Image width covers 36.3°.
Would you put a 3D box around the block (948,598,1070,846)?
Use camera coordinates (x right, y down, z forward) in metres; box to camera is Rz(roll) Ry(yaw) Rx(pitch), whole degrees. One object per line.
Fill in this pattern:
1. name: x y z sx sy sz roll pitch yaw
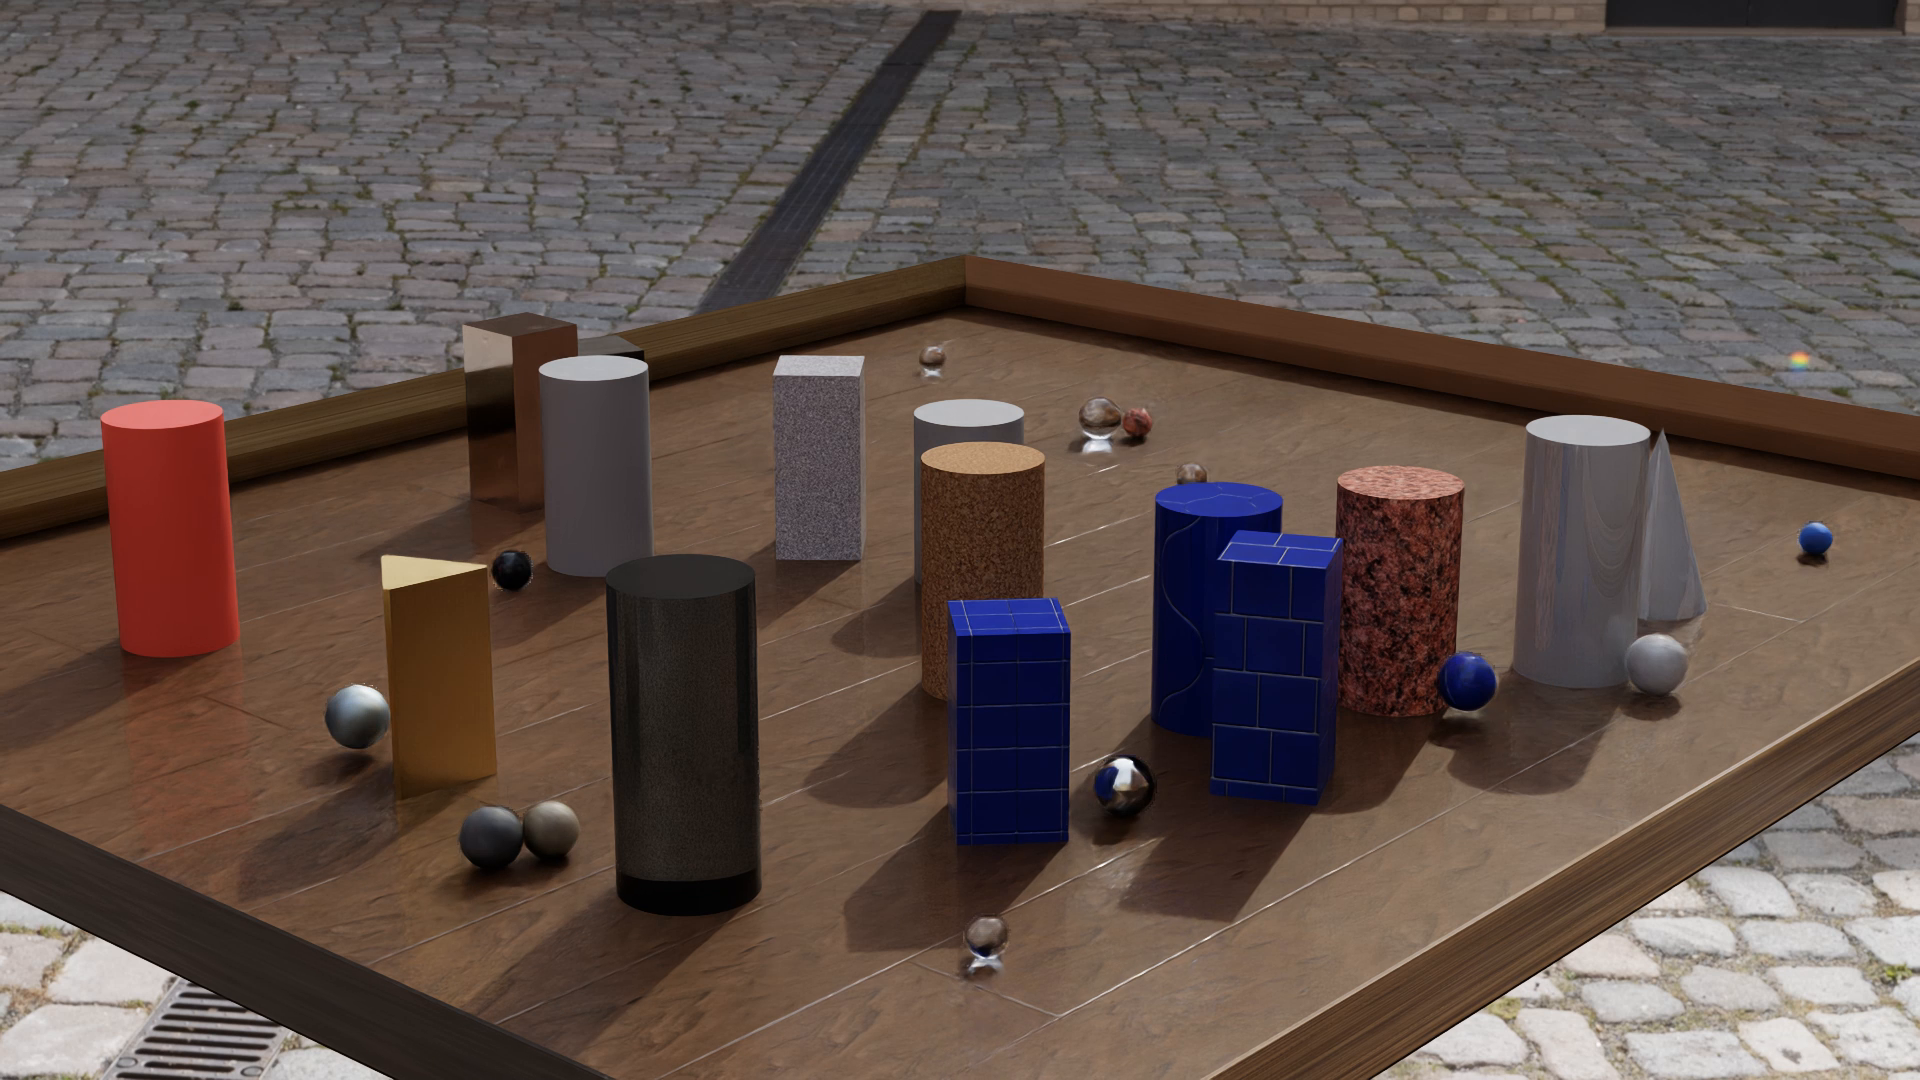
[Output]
1. block: 0.066 0.251 4.085 0.155 0.305 0.155 -1 17 -5

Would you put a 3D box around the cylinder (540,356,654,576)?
1. cylinder: -0.652 -0.134 5.269 0.194 0.359 0.194 0 17 0

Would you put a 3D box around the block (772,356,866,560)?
1. block: -0.254 -0.151 5.351 0.155 0.344 0.155 0 17 2

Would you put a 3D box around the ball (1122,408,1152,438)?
1. ball: 0.373 -0.246 6.154 0.062 0.062 0.062 0 17 0

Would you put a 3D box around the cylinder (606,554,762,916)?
1. cylinder: -0.361 0.254 3.850 0.194 0.435 0.194 0 17 0

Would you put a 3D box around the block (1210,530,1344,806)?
1. block: 0.457 0.182 4.229 0.155 0.354 0.155 5 17 16

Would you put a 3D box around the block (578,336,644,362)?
1. block: -0.735 -0.271 5.922 0.155 0.245 0.155 -8 19 -26

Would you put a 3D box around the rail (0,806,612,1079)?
1. rail: -1.173 0.422 3.826 3.121 0.126 0.045 14 22 39

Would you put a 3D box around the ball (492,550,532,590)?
1. ball: -0.788 0.053 5.151 0.070 0.070 0.070 0 17 0

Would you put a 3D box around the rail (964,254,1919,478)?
1. rail: 1.173 -0.359 6.414 3.121 0.126 0.045 14 22 39

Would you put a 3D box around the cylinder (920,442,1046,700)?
1. cylinder: 0.036 0.051 4.629 0.194 0.375 0.194 0 17 0

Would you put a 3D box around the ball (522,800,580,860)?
1. ball: -0.558 0.395 3.998 0.080 0.080 0.080 0 17 0

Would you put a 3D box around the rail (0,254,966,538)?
1. rail: -1.160 -0.259 6.085 0.045 0.126 3.627 14 22 39

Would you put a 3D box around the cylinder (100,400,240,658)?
1. cylinder: -1.303 -0.021 4.845 0.194 0.387 0.194 0 17 0

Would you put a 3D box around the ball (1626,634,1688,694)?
1. ball: 1.100 0.196 4.629 0.097 0.097 0.097 0 17 0

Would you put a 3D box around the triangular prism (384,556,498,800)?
1. triangular prism: -0.792 0.190 4.268 0.168 0.317 0.145 -14 22 -40

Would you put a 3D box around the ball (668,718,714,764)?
1. ball: -0.398 0.298 4.341 0.067 0.067 0.067 0 17 0

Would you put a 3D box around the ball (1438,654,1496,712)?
1. ball: 0.782 0.219 4.520 0.090 0.090 0.090 0 17 0

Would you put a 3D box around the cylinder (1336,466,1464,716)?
1. cylinder: 0.681 0.078 4.582 0.194 0.350 0.194 0 17 0

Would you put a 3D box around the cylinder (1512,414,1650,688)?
1. cylinder: 0.995 0.017 4.699 0.194 0.399 0.194 0 17 0

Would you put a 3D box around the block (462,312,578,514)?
1. block: -0.843 -0.247 5.663 0.155 0.347 0.155 16 23 42

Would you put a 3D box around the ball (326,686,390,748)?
1. ball: -0.897 0.264 4.369 0.095 0.095 0.095 0 17 0

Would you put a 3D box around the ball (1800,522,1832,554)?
1. ball: 1.562 -0.002 5.353 0.058 0.058 0.058 0 17 0

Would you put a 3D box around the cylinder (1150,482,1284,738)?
1. cylinder: 0.392 0.105 4.493 0.194 0.349 0.194 0 17 0

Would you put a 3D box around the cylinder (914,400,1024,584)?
1. cylinder: 0.016 -0.079 5.185 0.194 0.302 0.194 0 17 0

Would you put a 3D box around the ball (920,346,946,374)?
1. ball: -0.063 -0.413 6.708 0.062 0.062 0.062 0 17 0

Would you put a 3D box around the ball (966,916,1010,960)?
1. ball: 0.035 0.500 3.692 0.056 0.056 0.056 0 17 0

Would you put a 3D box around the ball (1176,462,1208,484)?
1. ball: 0.454 -0.121 5.741 0.062 0.062 0.062 0 17 0

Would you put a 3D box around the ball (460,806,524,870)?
1. ball: -0.633 0.402 3.964 0.086 0.086 0.086 0 17 0

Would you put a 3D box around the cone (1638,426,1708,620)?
1. cone: 1.197 -0.042 5.039 0.194 0.316 0.194 0 17 0

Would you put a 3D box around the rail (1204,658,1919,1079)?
1. rail: 1.160 0.323 4.156 0.045 0.126 3.627 14 22 39

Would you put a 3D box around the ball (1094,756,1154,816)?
1. ball: 0.232 0.348 4.145 0.086 0.086 0.086 0 17 0

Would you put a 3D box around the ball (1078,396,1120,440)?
1. ball: 0.292 -0.255 6.137 0.089 0.089 0.089 0 17 0
